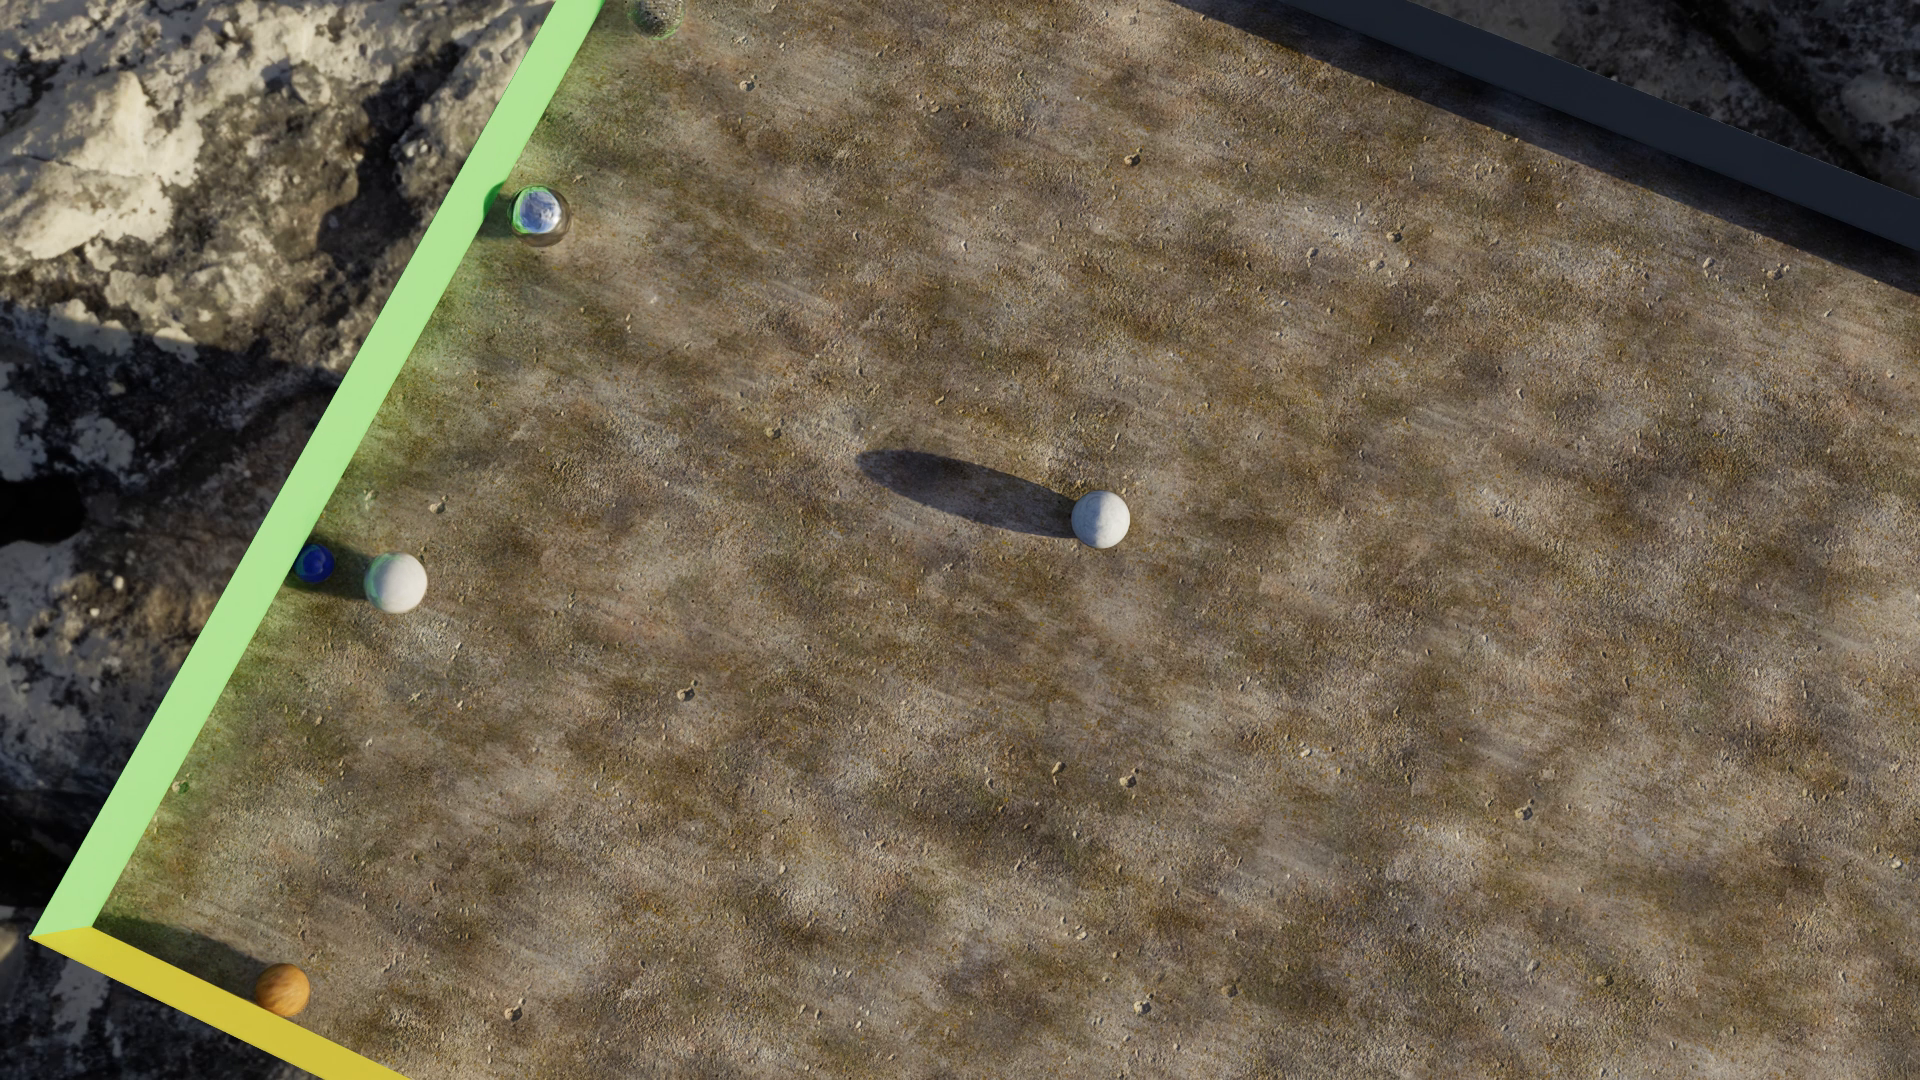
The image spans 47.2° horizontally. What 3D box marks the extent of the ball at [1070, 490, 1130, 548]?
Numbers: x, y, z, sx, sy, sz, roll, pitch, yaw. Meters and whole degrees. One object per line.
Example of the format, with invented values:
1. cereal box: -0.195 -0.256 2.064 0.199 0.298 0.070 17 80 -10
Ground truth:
1. ball: 0.215 -0.032 3.370 0.091 0.091 0.091 0 74 0

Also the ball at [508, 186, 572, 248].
1. ball: -0.670 -0.516 3.509 0.100 0.100 0.100 0 74 0

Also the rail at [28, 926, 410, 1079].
1. rail: 0.430 1.306 2.954 3.806 0.130 0.045 23 75 7

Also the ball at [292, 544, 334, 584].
1. ball: -0.989 0.036 3.366 0.062 0.062 0.062 0 74 0

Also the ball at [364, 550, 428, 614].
1. ball: -0.858 0.064 3.340 0.094 0.094 0.094 0 74 0

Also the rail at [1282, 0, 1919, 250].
1. rail: 1.307 -0.572 3.509 3.806 0.130 0.045 23 75 7

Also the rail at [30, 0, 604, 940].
1. rail: -0.847 -0.370 3.449 0.045 0.130 2.193 23 75 7

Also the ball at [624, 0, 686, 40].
1. ball: -0.501 -0.873 3.615 0.099 0.099 0.099 0 74 0

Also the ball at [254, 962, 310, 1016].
1. ball: -0.980 0.649 3.176 0.077 0.077 0.077 0 74 0
